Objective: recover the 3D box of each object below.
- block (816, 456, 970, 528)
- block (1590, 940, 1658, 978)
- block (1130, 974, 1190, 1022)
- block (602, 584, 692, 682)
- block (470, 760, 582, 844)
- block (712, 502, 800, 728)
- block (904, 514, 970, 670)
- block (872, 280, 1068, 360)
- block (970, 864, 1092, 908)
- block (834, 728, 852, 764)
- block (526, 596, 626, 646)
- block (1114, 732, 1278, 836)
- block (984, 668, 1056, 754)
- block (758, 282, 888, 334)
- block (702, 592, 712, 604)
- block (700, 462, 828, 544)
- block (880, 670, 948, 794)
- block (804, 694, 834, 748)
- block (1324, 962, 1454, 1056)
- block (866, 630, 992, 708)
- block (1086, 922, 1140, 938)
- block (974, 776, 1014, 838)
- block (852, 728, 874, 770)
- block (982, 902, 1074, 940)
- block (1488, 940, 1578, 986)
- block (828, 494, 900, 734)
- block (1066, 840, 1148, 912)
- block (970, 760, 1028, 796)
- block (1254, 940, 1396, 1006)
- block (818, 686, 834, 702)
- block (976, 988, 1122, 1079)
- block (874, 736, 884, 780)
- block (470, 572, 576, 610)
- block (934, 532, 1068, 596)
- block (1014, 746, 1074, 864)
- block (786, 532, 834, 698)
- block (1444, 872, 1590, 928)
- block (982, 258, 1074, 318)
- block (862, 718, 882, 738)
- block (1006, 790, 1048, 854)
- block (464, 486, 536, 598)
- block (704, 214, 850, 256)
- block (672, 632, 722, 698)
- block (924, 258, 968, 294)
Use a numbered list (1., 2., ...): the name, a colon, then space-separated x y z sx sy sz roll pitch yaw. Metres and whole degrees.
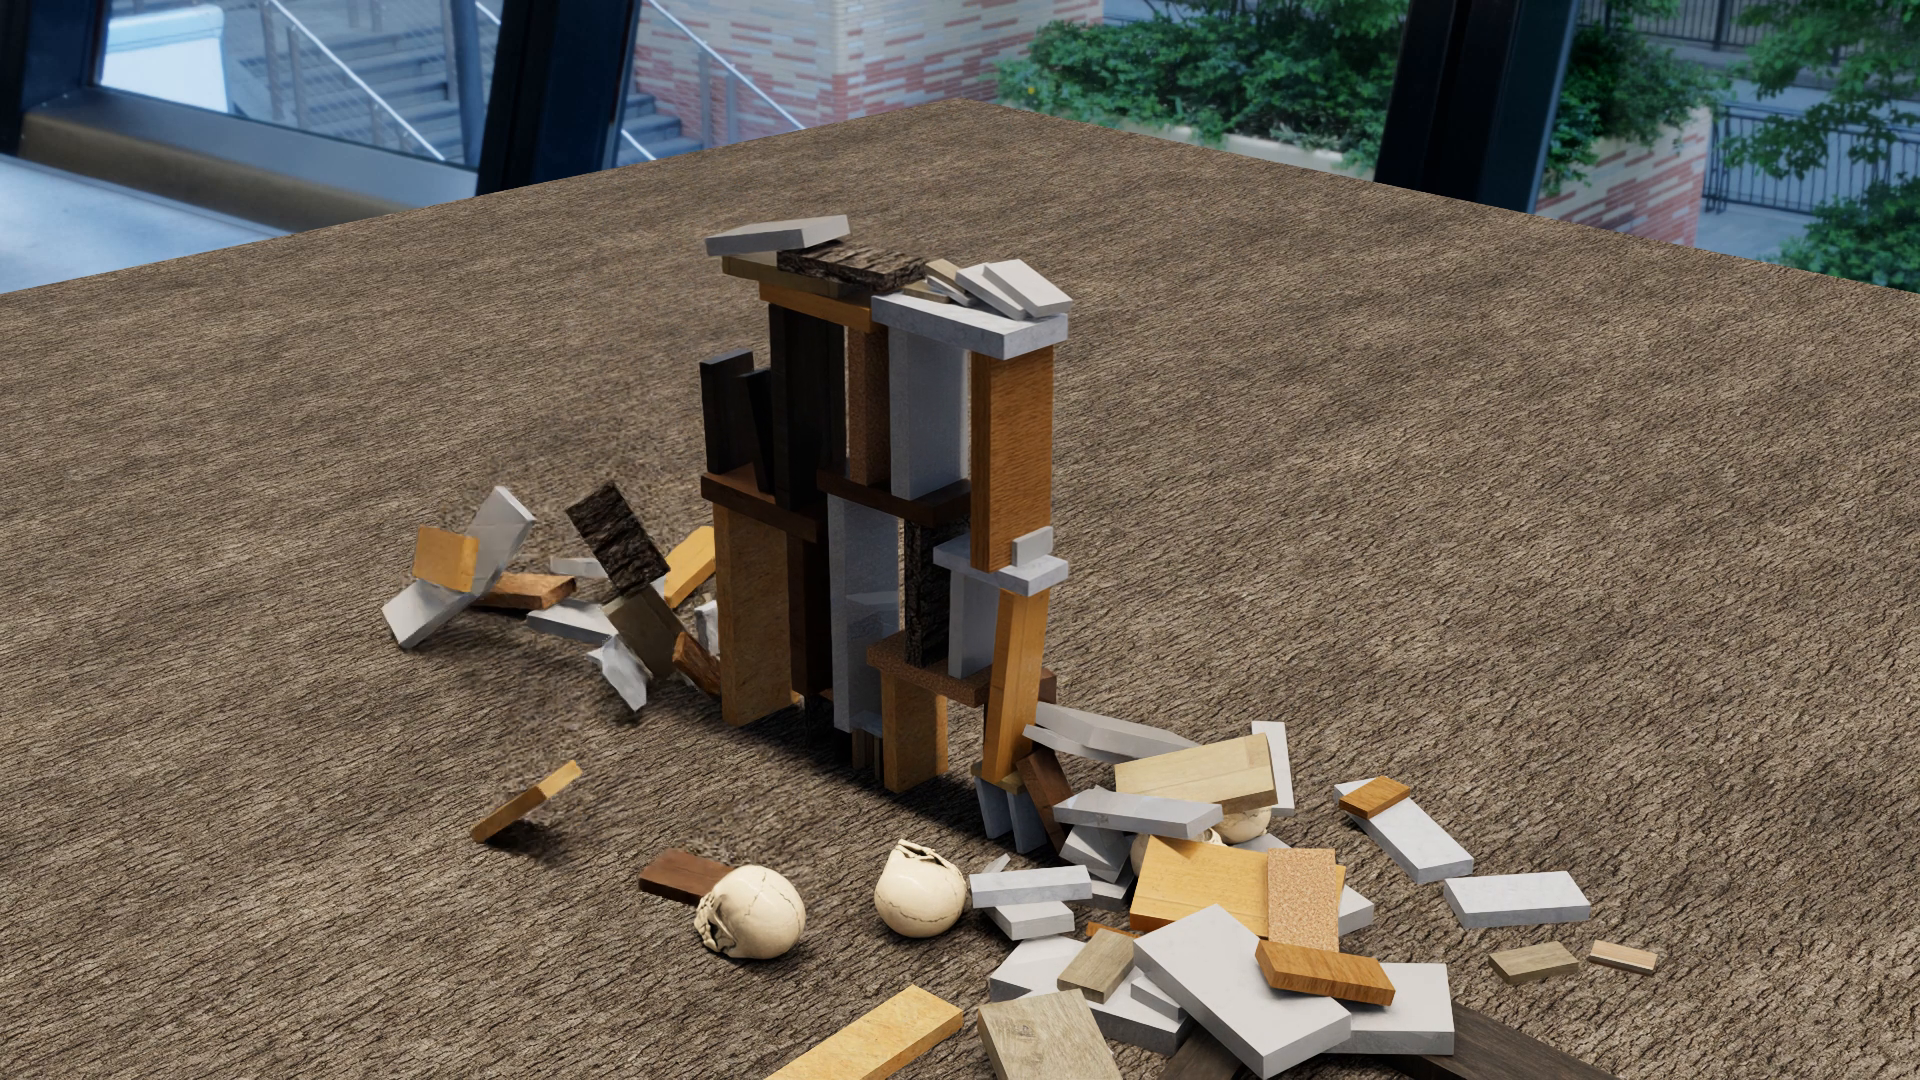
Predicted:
1. block: -0.116 -0.104 4.316 0.310 0.044 0.155 19 29 37
2. block: 1.196 0.754 3.964 0.110 0.016 0.055 10 25 23
3. block: 0.405 0.758 3.810 0.106 0.030 0.211 21 31 41
4. block: -0.689 0.203 4.935 0.121 0.242 0.034 -36 41 -5
5. block: -0.854 0.515 4.326 0.231 0.033 0.116 -33 2 35
6. block: -0.440 0.139 4.768 0.051 0.518 0.179 21 31 41
7. block: -0.040 0.084 4.327 0.044 0.310 0.155 20 30 38
8. block: 0.015 -0.410 4.050 0.339 0.048 0.170 21 30 40
9. block: 0.130 0.641 4.067 0.219 0.031 0.109 -4 8 -2
10. block: -0.233 0.396 4.648 0.070 0.140 0.020 -21 31 -41
11. block: -0.892 0.195 5.255 0.257 0.036 0.128 12 26 25
12. block: 0.454 0.472 4.250 0.302 0.043 0.151 -14 39 11
13. block: 0.120 0.409 4.430 0.144 0.287 0.041 -12 26 -25
14. block: -0.227 -0.473 4.266 0.315 0.045 0.157 21 31 40
15. block: -0.597 0.177 5.269 0.016 0.058 0.116 -6 24 -15
16. block: -0.355 -0.089 4.578 0.358 0.051 0.179 21 31 40
17. block: -0.093 0.365 4.532 0.144 0.287 0.041 -21 29 -40
18. block: -0.299 0.370 4.710 0.070 0.140 0.020 -21 31 -40
19. block: 0.648 0.789 3.712 0.349 0.049 0.175 -1 28 8
20. block: -0.032 0.249 4.385 0.287 0.041 0.144 19 30 38
21. block: 0.325 0.726 3.958 0.178 0.025 0.089 12 -9 26
22. block: 0.070 0.522 4.368 0.064 0.128 0.018 -21 13 -40
23. block: -0.203 0.426 4.625 0.015 0.103 0.051 21 31 41
24. block: 0.118 0.677 4.044 0.117 0.033 0.234 -6 8 -15
25. block: 1.029 0.759 3.947 0.141 0.020 0.071 -7 24 -16
26. block: -0.193 0.130 4.489 0.044 0.520 0.155 19 29 38
27. block: 0.290 0.636 4.221 0.109 0.031 0.219 9 25 20
28. block: 0.088 0.462 4.323 0.064 0.018 0.128 -21 30 -40
29. block: 0.608 0.722 3.670 0.212 0.030 0.106 11 17 -11
30. block: -0.267 0.308 4.649 0.070 0.020 0.140 -21 31 -40
31. block: 0.165 0.879 3.549 0.179 0.051 0.358 -7 33 -15
32. block: -0.154 0.445 4.580 0.015 0.103 0.051 21 31 40
33. block: -1.079 0.124 5.370 0.257 0.036 0.129 2 21 30
34. block: 0.076 0.043 4.171 0.236 0.033 0.118 19 29 37
35. block: 0.187 0.512 4.276 0.031 0.219 0.109 -26 -1 27
36. block: -0.272 0.131 4.583 0.179 0.358 0.051 -21 31 -40
37. block: 1.044 0.675 4.127 0.239 0.034 0.120 -3 23 -6
38. block: 0.122 -0.457 3.988 0.081 0.023 0.163 -14 41 -35
39. block: -0.179 0.382 4.580 0.103 0.015 0.051 21 31 41
40. block: 0.131 0.544 4.314 0.064 0.128 0.018 -19 14 -37
41. block: -1.082 0.005 5.072 0.118 0.237 0.034 43 21 17
42. block: -0.358 -0.594 4.293 0.264 0.037 0.132 1 19 40
43. block: -0.574 0.276 4.838 0.022 0.152 0.076 -15 46 28
44. block: -0.012 -0.488 4.069 0.102 0.014 0.051 32 36 28
